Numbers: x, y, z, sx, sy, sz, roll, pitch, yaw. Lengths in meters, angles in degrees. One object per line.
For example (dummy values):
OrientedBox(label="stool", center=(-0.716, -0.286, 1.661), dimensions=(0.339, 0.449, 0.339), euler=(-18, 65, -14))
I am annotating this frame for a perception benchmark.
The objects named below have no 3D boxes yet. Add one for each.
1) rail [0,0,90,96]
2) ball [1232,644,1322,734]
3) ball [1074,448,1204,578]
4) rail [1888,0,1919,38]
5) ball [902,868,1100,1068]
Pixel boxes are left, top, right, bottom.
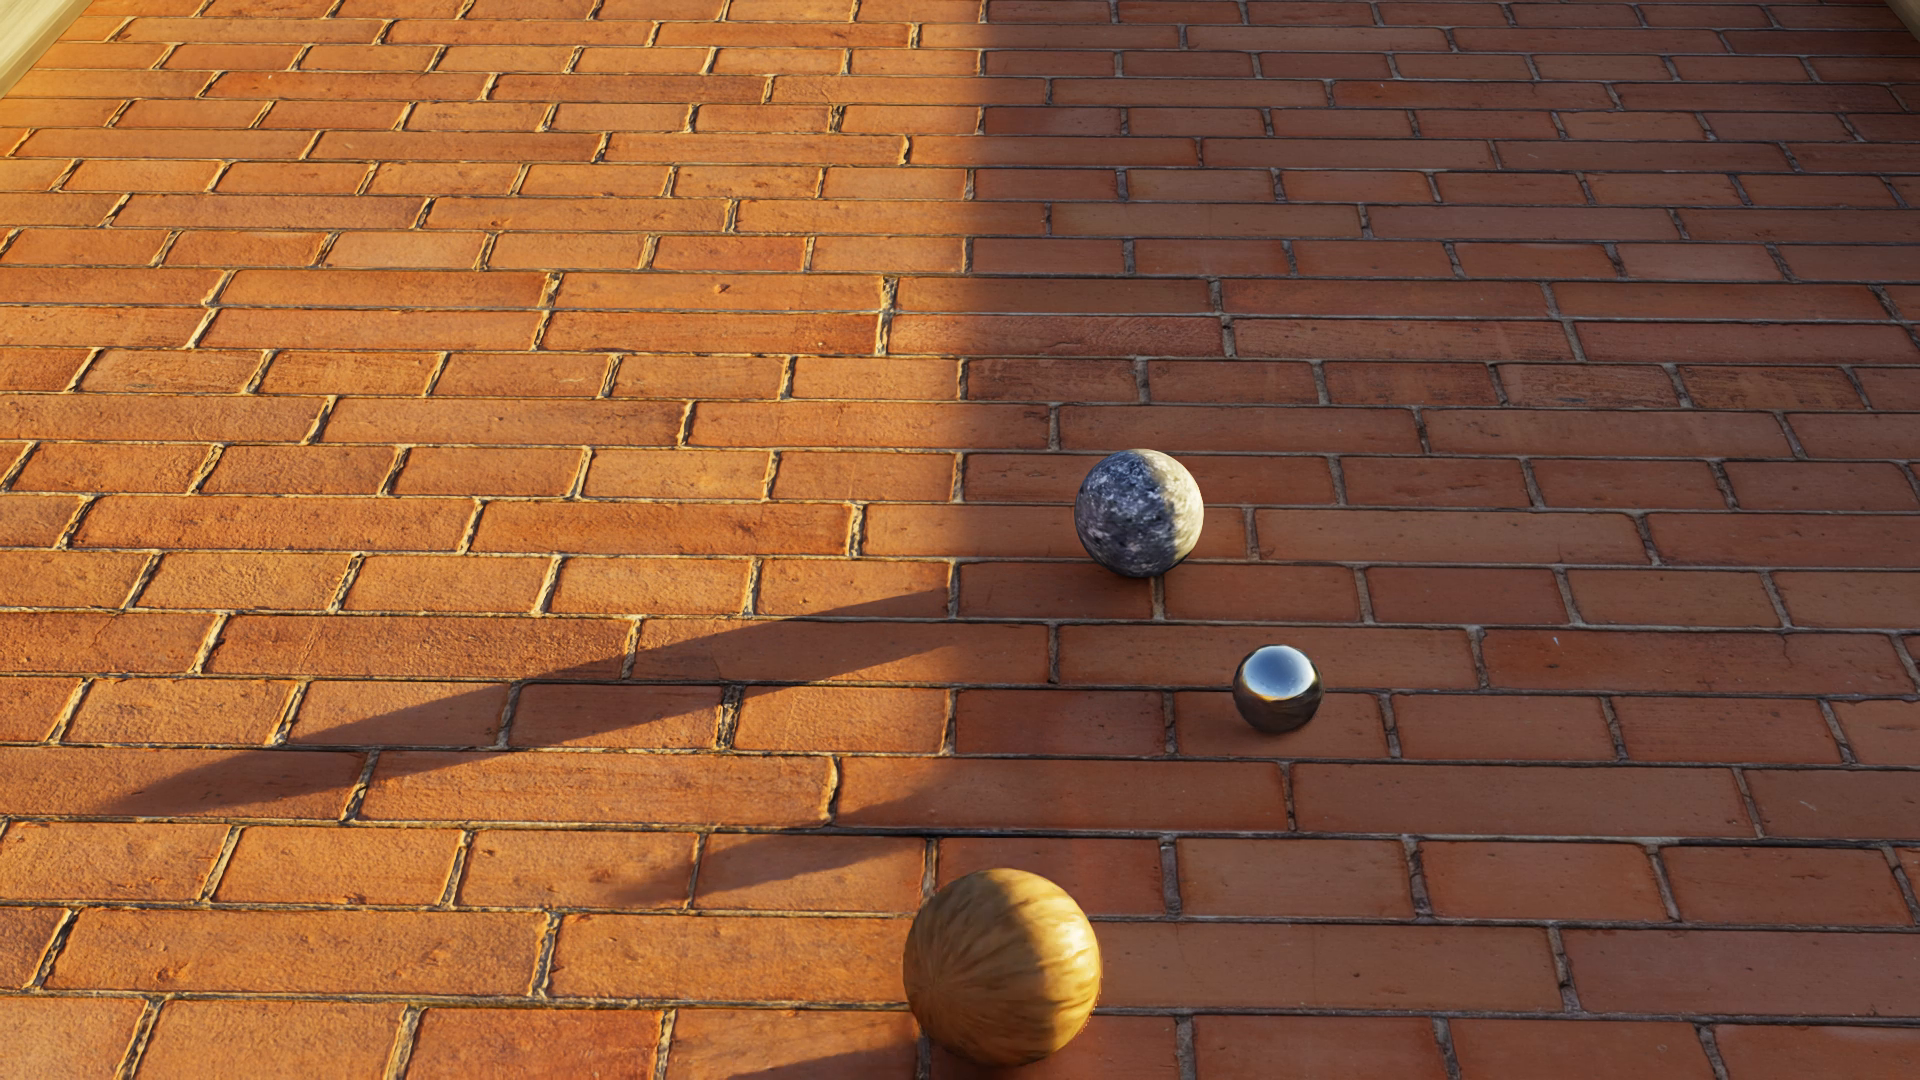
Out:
OrientedBox(label="rail", center=(-0.827, -0.410, 2.506), dimensions=(0.045, 0.121, 3.230), euler=(1, 28, 1))
OrientedBox(label="ball", center=(0.178, 0.083, 1.647), dimensions=(0.050, 0.050, 0.050), euler=(0, 28, 0))
OrientedBox(label="ball", center=(0.110, -0.016, 1.805), dimensions=(0.080, 0.080, 0.080), euler=(0, 28, 0))
OrientedBox(label="rail", center=(0.866, -0.392, 2.471), dimensions=(0.045, 0.121, 3.230), euler=(1, 28, 1))
OrientedBox(label="ball", center=(0.019, 0.200, 1.379), dimensions=(0.093, 0.093, 0.093), euler=(0, 28, 0))
